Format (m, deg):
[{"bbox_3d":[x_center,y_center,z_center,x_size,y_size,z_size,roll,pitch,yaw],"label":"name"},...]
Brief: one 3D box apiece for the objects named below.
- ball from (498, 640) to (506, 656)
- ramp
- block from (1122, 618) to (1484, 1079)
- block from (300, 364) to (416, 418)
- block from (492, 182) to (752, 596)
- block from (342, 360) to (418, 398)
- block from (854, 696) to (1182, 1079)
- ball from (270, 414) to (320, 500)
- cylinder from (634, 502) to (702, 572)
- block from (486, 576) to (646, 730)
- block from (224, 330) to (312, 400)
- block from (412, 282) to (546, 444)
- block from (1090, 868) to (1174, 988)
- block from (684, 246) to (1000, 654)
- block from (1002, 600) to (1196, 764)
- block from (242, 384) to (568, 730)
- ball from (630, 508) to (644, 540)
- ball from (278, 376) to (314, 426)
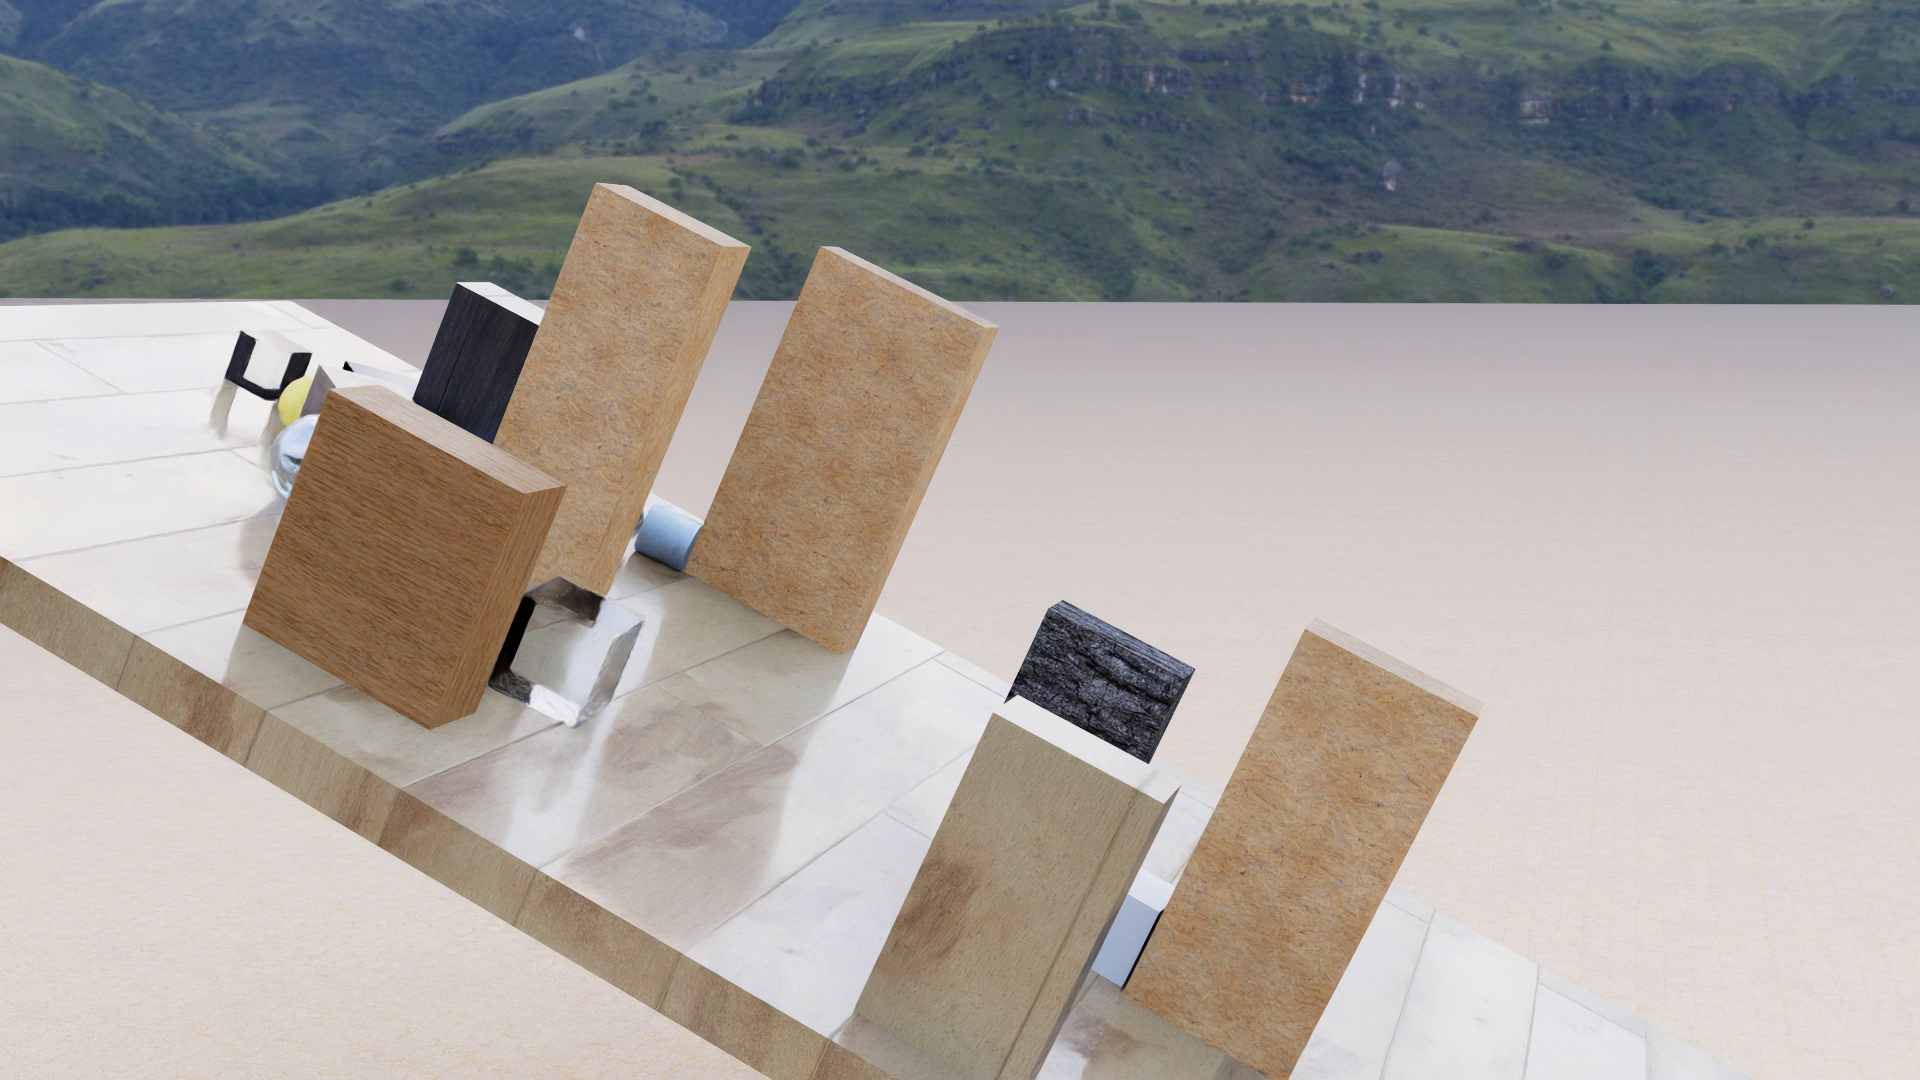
[{"bbox_3d":[-0.849,0.159,3.788,0.134,0.134,0.134,0,7,0],"label":"ball"},{"bbox_3d":[-0.267,0.456,4.172,4.000,0.100,2.000,27,14,12],"label":"ramp"},{"bbox_3d":[0.564,0.516,3.644,0.305,0.704,0.123,27,14,12],"label":"block"},{"bbox_3d":[-1.232,-0.226,4.498,0.180,0.180,0.180,14,17,-37],"label":"block"},{"bbox_3d":[-0.711,-0.289,4.362,0.290,0.773,0.142,27,14,12],"label":"block"},{"bbox_3d":[-1.243,-0.267,4.693,0.154,0.154,0.154,14,17,-37],"label":"block"},{"bbox_3d":[0.083,0.522,3.211,0.274,0.507,0.133,27,14,12],"label":"block"},{"bbox_3d":[-1.220,-0.147,4.198,0.188,0.188,0.188,0,7,0],"label":"ball"},{"bbox_3d":[-0.638,-0.007,4.834,0.114,0.114,0.114,26,9,4],"label":"cylinder"},{"bbox_3d":[-0.688,0.194,3.843,0.176,0.176,0.176,26,13,5],"label":"block"},{"bbox_3d":[-1.499,-0.380,4.770,0.112,0.112,0.112,28,14,15],"label":"block"},{"bbox_3d":[-0.932,-0.255,4.578,0.384,0.437,0.138,27,14,12],"label":"block"},{"bbox_3d":[0.269,0.652,3.806,0.151,0.151,0.151,29,14,17],"label":"block"},{"bbox_3d":[-0.262,-0.193,4.764,0.403,0.780,0.109,27,14,12],"label":"block"},{"bbox_3d":[0.192,0.389,3.968,0.271,0.482,0.106,27,14,12],"label":"block"},{"bbox_3d":[-0.905,0.023,3.580,0.375,0.425,0.149,27,14,12],"label":"block"},{"bbox_3d":[-0.748,-0.053,4.796,0.119,0.119,0.119,0,7,0],"label":"ball"},{"bbox_3d":[-1.356,-0.277,4.591,0.128,0.128,0.128,0,7,0],"label":"ball"}]
